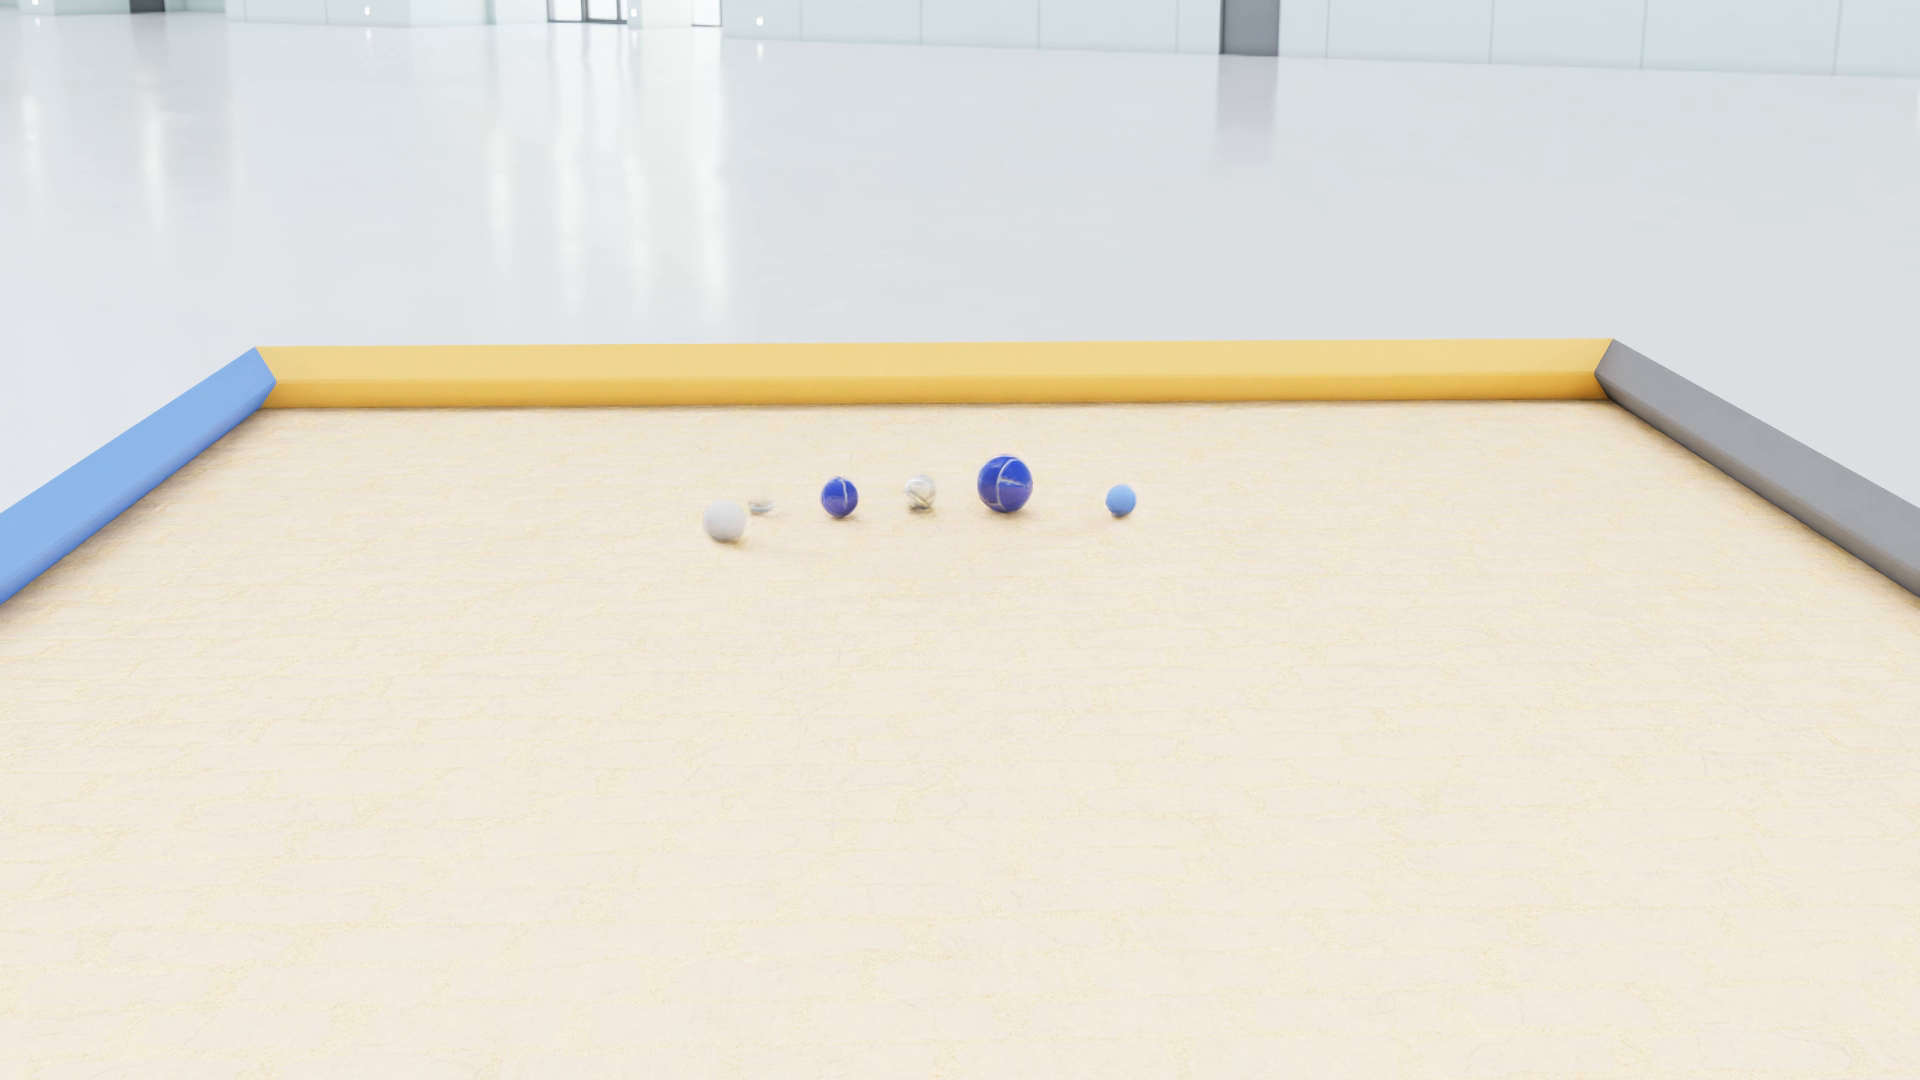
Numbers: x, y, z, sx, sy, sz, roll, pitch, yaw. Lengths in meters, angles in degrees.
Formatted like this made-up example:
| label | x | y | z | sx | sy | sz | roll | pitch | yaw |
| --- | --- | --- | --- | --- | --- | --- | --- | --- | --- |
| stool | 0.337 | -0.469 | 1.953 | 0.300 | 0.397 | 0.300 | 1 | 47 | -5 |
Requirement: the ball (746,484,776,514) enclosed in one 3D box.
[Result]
| label | x | y | z | sx | sy | sz | roll | pitch | yaw |
| --- | --- | --- | --- | --- | --- | --- | --- | --- | --- |
| ball | -0.282 | -0.058 | 3.115 | 0.041 | 0.041 | 0.041 | 0 | 15 | 0 |

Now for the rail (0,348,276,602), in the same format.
| label | x | y | z | sx | sy | sz | roll | pitch | yaw |
| --- | --- | --- | --- | --- | --- | --- | --- | --- | --- |
| rail | -1.126 | 0.251 | 1.868 | 0.045 | 0.106 | 4.021 | -1 | 15 | -2 |

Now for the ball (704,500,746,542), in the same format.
| label | x | y | z | sx | sy | sz | roll | pitch | yaw |
| --- | --- | --- | --- | --- | --- | --- | --- | --- | --- |
| ball | -0.316 | -0.025 | 2.965 | 0.057 | 0.057 | 0.057 | 0 | 15 | 0 |

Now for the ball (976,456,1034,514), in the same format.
| label | x | y | z | sx | sy | sz | roll | pitch | yaw |
| --- | --- | --- | --- | --- | --- | --- | --- | --- | --- |
| ball | 0.064 | -0.079 | 3.115 | 0.082 | 0.082 | 0.082 | 0 | 15 | 0 |

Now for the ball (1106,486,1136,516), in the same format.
| label | x | y | z | sx | sy | sz | roll | pitch | yaw |
| --- | --- | --- | --- | --- | --- | --- | --- | --- | --- |
| ball | 0.227 | -0.055 | 3.103 | 0.043 | 0.043 | 0.043 | 0 | 15 | 0 |

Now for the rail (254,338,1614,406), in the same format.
| label | x | y | z | sx | sy | sz | roll | pitch | yaw |
| --- | --- | --- | --- | --- | --- | --- | --- | --- | --- |
| rail | -0.033 | -0.287 | 3.820 | 2.368 | 0.106 | 0.045 | -1 | 15 | -2 |

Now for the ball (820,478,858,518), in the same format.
| label | x | y | z | sx | sy | sz | roll | pitch | yaw |
| --- | --- | --- | --- | --- | --- | --- | --- | --- | --- |
| ball | -0.170 | -0.060 | 3.096 | 0.055 | 0.055 | 0.055 | 0 | 15 | 0 |

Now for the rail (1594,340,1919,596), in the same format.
| label | x | y | z | sx | sy | sz | roll | pitch | yaw |
| --- | --- | --- | --- | --- | --- | --- | --- | --- | --- |
| rail | 1.193 | 0.231 | 1.942 | 0.045 | 0.106 | 4.021 | -1 | 15 | -2 |

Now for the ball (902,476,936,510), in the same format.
| label | x | y | z | sx | sy | sz | roll | pitch | yaw |
| --- | --- | --- | --- | --- | --- | --- | --- | --- | --- |
| ball | -0.058 | -0.067 | 3.134 | 0.049 | 0.049 | 0.049 | 0 | 15 | 0 |
